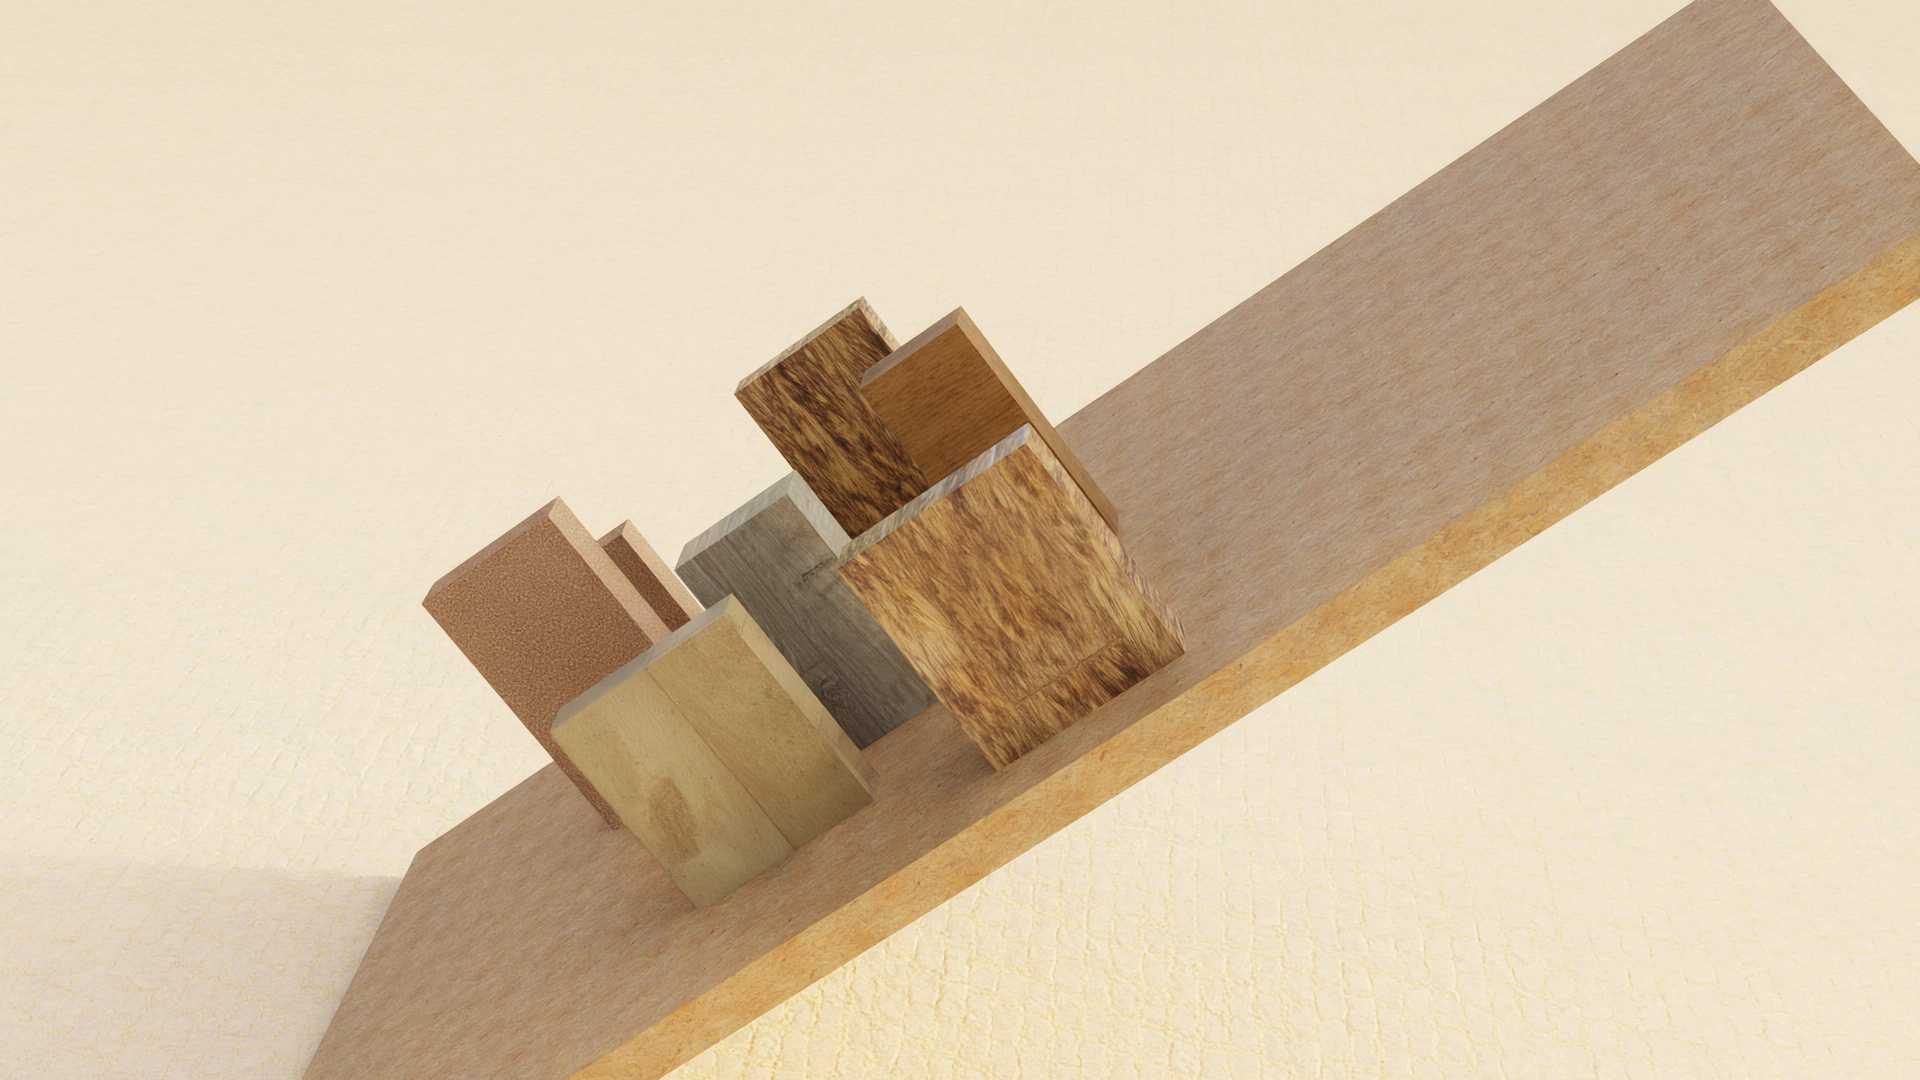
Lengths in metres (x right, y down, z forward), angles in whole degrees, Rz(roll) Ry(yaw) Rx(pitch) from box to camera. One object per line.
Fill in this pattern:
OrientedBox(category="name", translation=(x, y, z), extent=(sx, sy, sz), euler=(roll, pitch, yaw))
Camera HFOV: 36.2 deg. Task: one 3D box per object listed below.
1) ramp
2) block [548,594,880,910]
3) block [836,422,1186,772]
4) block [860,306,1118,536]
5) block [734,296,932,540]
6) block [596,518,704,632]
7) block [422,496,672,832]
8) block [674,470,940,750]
OrientedBox(category="ramp", translation=(0.132, 0.177, 6.315), extent=(4.000, 0.100, 2.000), euler=(-33, 16, 16))
OrientedBox(category="block", translation=(-0.488, 0.428, 5.875), extent=(0.445, 0.486, 0.112), euler=(-33, 16, 16))
OrientedBox(category="block", translation=(0.098, 0.110, 5.448), extent=(0.430, 0.502, 0.110), euler=(-33, 16, 16))
OrientedBox(category="block", translation=(0.065, -0.185, 6.232), extent=(0.254, 0.573, 0.124), euler=(-33, 16, 16))
OrientedBox(category="block", translation=(-0.171, -0.191, 6.649), extent=(0.353, 0.641, 0.088), euler=(-33, 16, 16))
OrientedBox(category="block", translation=(-0.823, 0.212, 7.345), extent=(0.312, 0.431, 0.104), euler=(-33, 16, 16))
OrientedBox(category="block", translation=(-0.849, 0.286, 6.694), extent=(0.372, 0.695, 0.124), euler=(-33, 16, 16))
OrientedBox(category="block", translation=(-0.301, 0.165, 6.101), extent=(0.294, 0.544, 0.142), euler=(-33, 16, 16))
